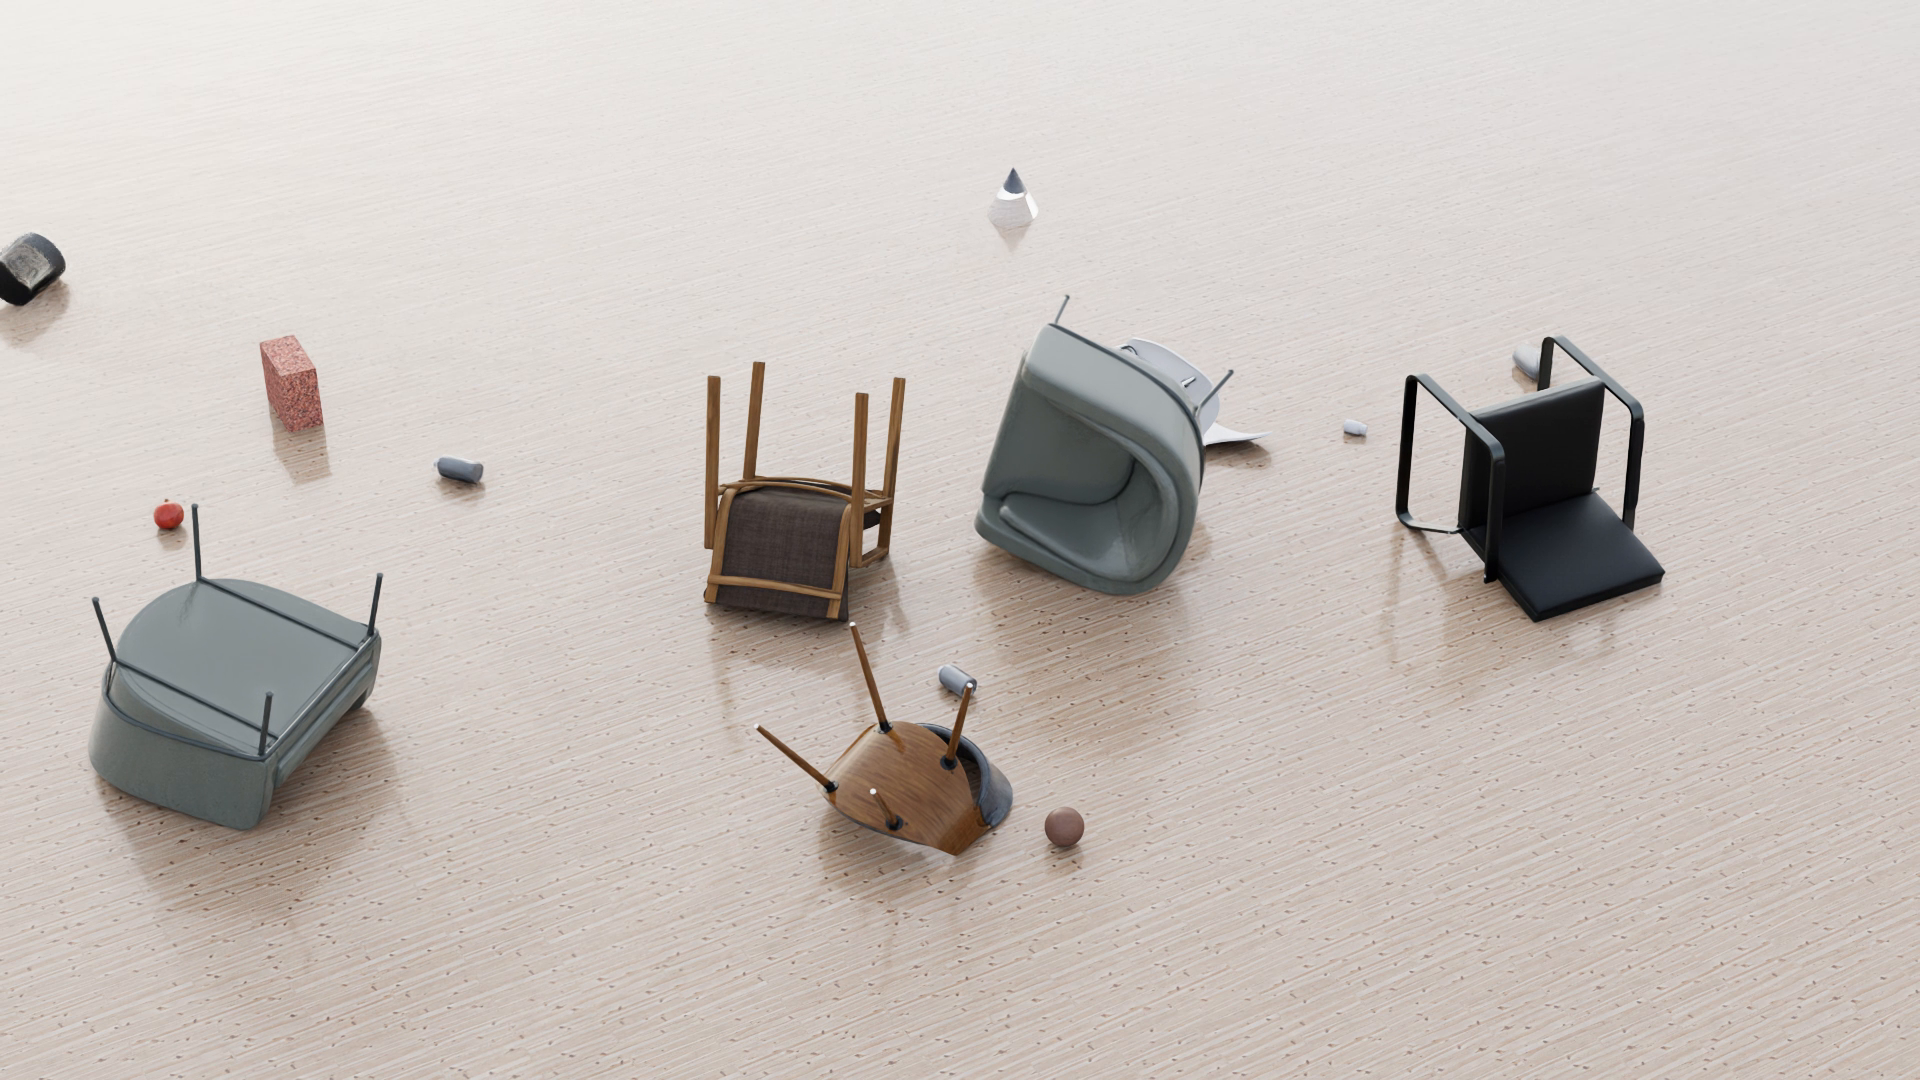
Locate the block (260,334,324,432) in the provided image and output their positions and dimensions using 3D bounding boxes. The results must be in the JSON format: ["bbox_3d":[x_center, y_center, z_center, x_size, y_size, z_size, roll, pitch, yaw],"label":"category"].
[{"bbox_3d":[-2.657,-0.623,11.655,0.142,0.258,0.301,-16,37,-22],"label":"block"}]

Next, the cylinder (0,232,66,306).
[{"bbox_3d":[-3.991,-1.157,12.516,0.235,0.182,0.274,41,36,-8],"label":"cylinder"}]

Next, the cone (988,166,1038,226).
[{"bbox_3d":[0.237,-1.572,13.126,0.223,0.224,0.312,8,34,13],"label":"cone"}]
